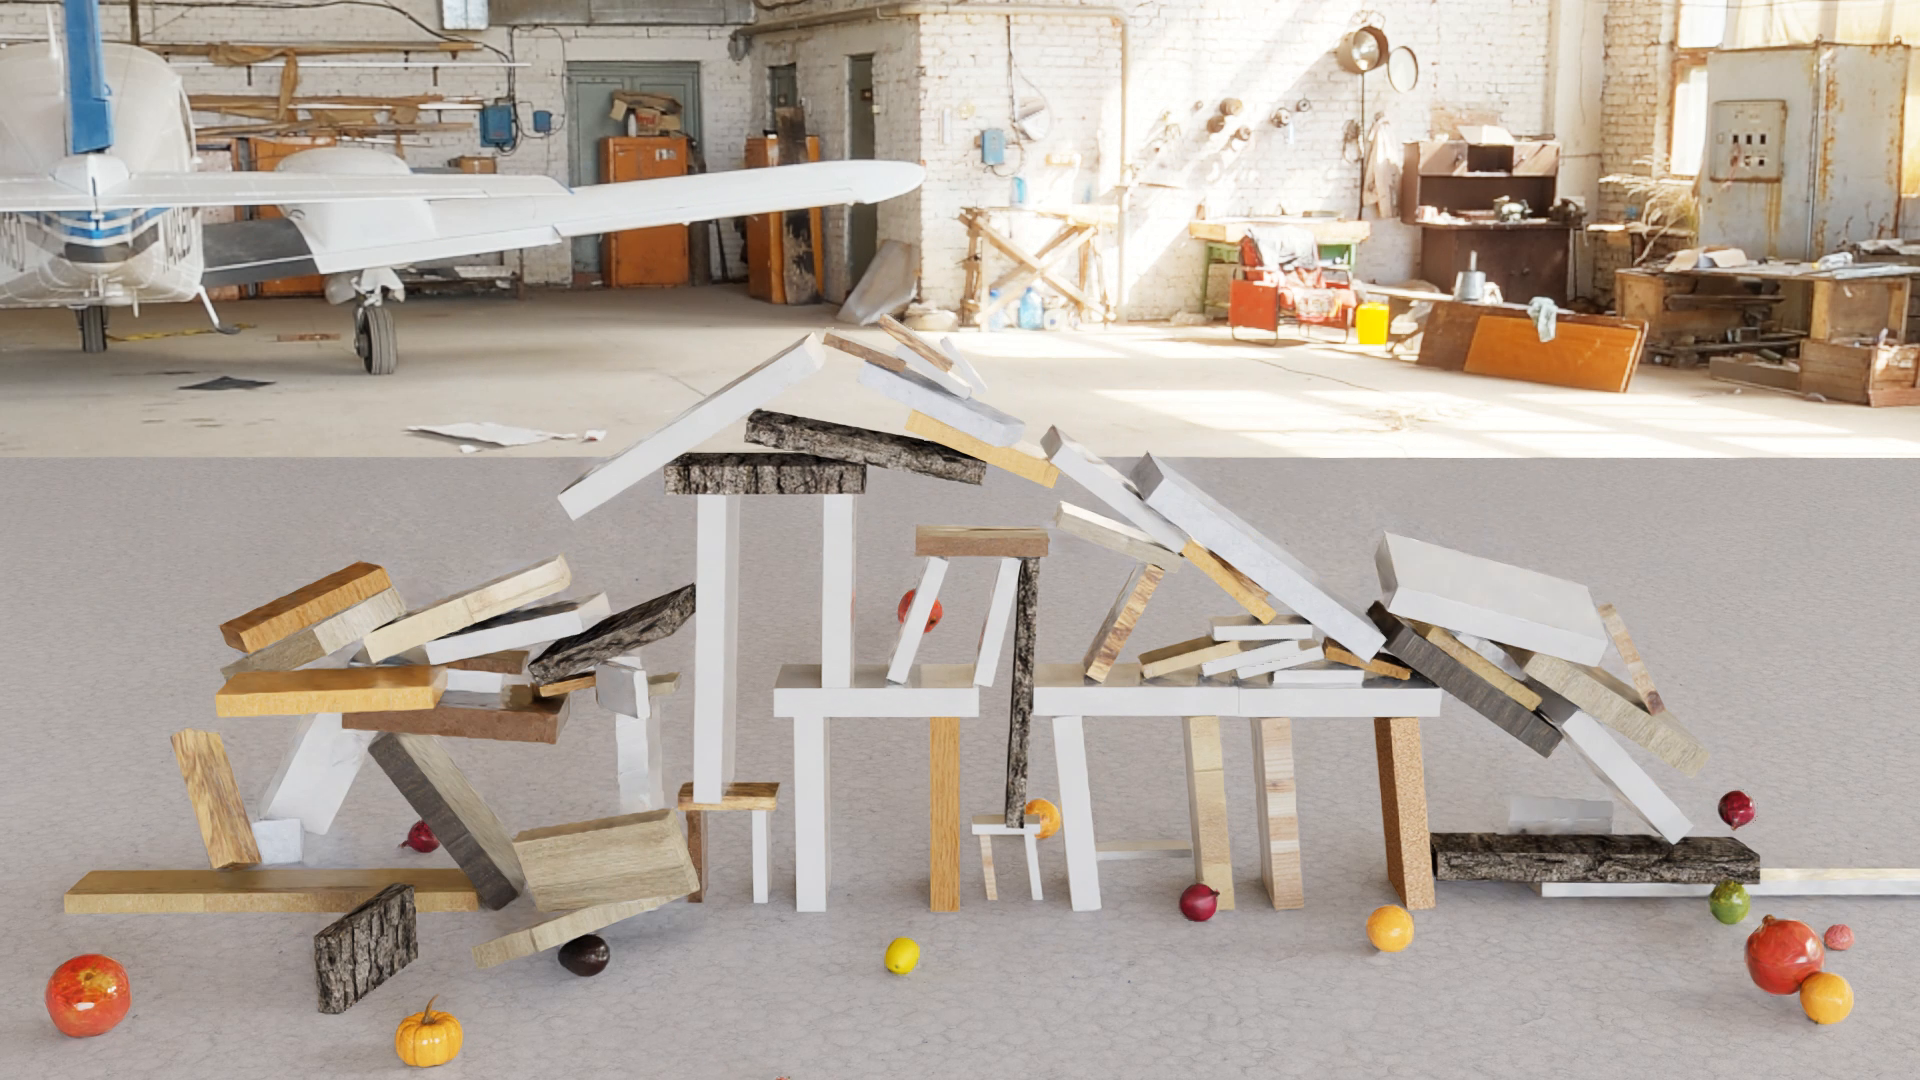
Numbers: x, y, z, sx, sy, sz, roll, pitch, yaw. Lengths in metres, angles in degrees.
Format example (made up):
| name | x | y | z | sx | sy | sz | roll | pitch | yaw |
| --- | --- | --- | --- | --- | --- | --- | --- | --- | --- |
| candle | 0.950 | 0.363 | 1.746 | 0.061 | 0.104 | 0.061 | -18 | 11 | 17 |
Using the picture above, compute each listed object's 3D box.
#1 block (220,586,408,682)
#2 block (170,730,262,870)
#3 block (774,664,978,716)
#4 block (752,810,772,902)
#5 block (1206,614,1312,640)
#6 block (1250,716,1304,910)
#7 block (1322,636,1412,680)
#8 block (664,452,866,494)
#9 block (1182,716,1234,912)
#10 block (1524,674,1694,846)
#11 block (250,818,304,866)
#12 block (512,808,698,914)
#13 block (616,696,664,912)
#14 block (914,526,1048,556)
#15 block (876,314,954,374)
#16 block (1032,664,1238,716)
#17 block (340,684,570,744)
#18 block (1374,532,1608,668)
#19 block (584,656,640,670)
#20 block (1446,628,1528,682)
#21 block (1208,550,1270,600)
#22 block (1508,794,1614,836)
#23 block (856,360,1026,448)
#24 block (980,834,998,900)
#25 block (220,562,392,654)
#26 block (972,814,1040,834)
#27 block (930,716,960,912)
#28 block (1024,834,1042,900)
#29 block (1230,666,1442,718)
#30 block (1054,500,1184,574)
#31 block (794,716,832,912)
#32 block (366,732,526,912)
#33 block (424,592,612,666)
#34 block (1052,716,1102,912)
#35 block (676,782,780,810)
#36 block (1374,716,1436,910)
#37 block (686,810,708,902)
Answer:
| name | x | y | z | sx | sy | sz | roll | pitch | yaw |
| --- | --- | --- | --- | --- | --- | --- | --- | --- | --- |
| block | -1.067 | 0.167 | 3.625 | 0.330 | 0.047 | 0.165 | -19 | 10 | 44 |
| block | -1.239 | 0.433 | 3.665 | 0.033 | 0.234 | 0.117 | -23 | -11 | 3 |
| block | -0.134 | 0.246 | 3.602 | 0.328 | 0.046 | 0.164 | 0 | 11 | 0 |
| block | -0.328 | 0.512 | 3.650 | 0.023 | 0.160 | 0.080 | 0 | 11 | 1 |
| block | 0.487 | 0.142 | 3.579 | 0.158 | 0.022 | 0.079 | -1 | 11 | -2 |
| block | 0.523 | 0.430 | 3.640 | 0.046 | 0.323 | 0.162 | -5 | 10 | 1 |
| block | 0.666 | 0.194 | 3.609 | 0.141 | 0.020 | 0.071 | 15 | 12 | 3 |
| block | -0.308 | -0.108 | 3.529 | 0.314 | 0.044 | 0.157 | 0 | 10 | -1 |
| block | 0.408 | 0.428 | 3.636 | 0.046 | 0.327 | 0.163 | -6 | 10 | 1 |
| block | 1.078 | 0.362 | 3.685 | 0.335 | 0.047 | 0.167 | 43 | 4 | -24 |
| block | -1.209 | 0.523 | 3.791 | 0.148 | 0.074 | 0.021 | -5 | -7 | -2 |
| block | -0.527 | 0.477 | 3.267 | 0.248 | 0.124 | 0.035 | -10 | 21 | 15 |
| block | -0.526 | 0.423 | 3.635 | 0.048 | 0.340 | 0.170 | -1 | 11 | -1 |
| block | 0.035 | 0.001 | 3.555 | 0.213 | 0.030 | 0.107 | 0 | 11 | 0 |
| block | -0.069 | -0.313 | 3.502 | 0.135 | 0.019 | 0.068 | 34 | 8 | -2 |
| block | 0.280 | 0.244 | 3.601 | 0.327 | 0.046 | 0.163 | 0 | 11 | 0 |
| block | -0.820 | 0.275 | 3.596 | 0.340 | 0.048 | 0.170 | 5 | 10 | -4 |
| block | 0.845 | 0.093 | 3.511 | 0.348 | 0.049 | 0.174 | 15 | 29 | -5 |
| block | -0.610 | 0.209 | 3.721 | 0.065 | 0.018 | 0.130 | -7 | -7 | 35 |
| block | 0.842 | 0.161 | 3.571 | 0.189 | 0.027 | 0.095 | 30 | 15 | -36 |
| block | 0.449 | 0.054 | 3.540 | 0.105 | 0.015 | 0.053 | 45 | 8 | 29 |
| block | 1.066 | 0.503 | 3.903 | 0.177 | 0.089 | 0.025 | 3 | -30 | 15 |
| block | -0.028 | -0.219 | 3.509 | 0.253 | 0.036 | 0.126 | 26 | 12 | 13 |
| block | 0.047 | 0.534 | 3.658 | 0.016 | 0.112 | 0.056 | -7 | 10 | 1 |
| block | -1.066 | 0.108 | 3.586 | 0.253 | 0.036 | 0.126 | -28 | 18 | -28 |
| block | 0.077 | 0.471 | 3.646 | 0.112 | 0.016 | 0.056 | 0 | 11 | -1 |
| block | -0.024 | 0.430 | 3.636 | 0.046 | 0.328 | 0.164 | 0 | 11 | 0 |
| block | 0.122 | 0.534 | 3.658 | 0.016 | 0.112 | 0.056 | -7 | 10 | 1 |
| block | 0.609 | 0.247 | 3.607 | 0.323 | 0.046 | 0.162 | 0 | 11 | 0 |
| block | 0.256 | -0.005 | 3.558 | 0.207 | 0.029 | 0.104 | 21 | 10 | -4 |
| block | -0.243 | 0.430 | 3.636 | 0.046 | 0.328 | 0.164 | 0 | 11 | 0 |
| block | -0.840 | 0.441 | 3.631 | 0.048 | 0.340 | 0.170 | -35 | 11 | 2 |
| block | -0.716 | 0.143 | 3.572 | 0.268 | 0.038 | 0.134 | -12 | 9 | 13 |
| block | 0.189 | 0.428 | 3.636 | 0.046 | 0.327 | 0.163 | -6 | 10 | 1 |
| block | -0.381 | 0.423 | 3.629 | 0.160 | 0.023 | 0.080 | 0 | 11 | 1 |
| block | 0.734 | 0.429 | 3.640 | 0.046 | 0.323 | 0.162 | -7 | 10 | 1 |
| block | -0.435 | 0.512 | 3.651 | 0.023 | 0.160 | 0.080 | 0 | 11 | 1 |
